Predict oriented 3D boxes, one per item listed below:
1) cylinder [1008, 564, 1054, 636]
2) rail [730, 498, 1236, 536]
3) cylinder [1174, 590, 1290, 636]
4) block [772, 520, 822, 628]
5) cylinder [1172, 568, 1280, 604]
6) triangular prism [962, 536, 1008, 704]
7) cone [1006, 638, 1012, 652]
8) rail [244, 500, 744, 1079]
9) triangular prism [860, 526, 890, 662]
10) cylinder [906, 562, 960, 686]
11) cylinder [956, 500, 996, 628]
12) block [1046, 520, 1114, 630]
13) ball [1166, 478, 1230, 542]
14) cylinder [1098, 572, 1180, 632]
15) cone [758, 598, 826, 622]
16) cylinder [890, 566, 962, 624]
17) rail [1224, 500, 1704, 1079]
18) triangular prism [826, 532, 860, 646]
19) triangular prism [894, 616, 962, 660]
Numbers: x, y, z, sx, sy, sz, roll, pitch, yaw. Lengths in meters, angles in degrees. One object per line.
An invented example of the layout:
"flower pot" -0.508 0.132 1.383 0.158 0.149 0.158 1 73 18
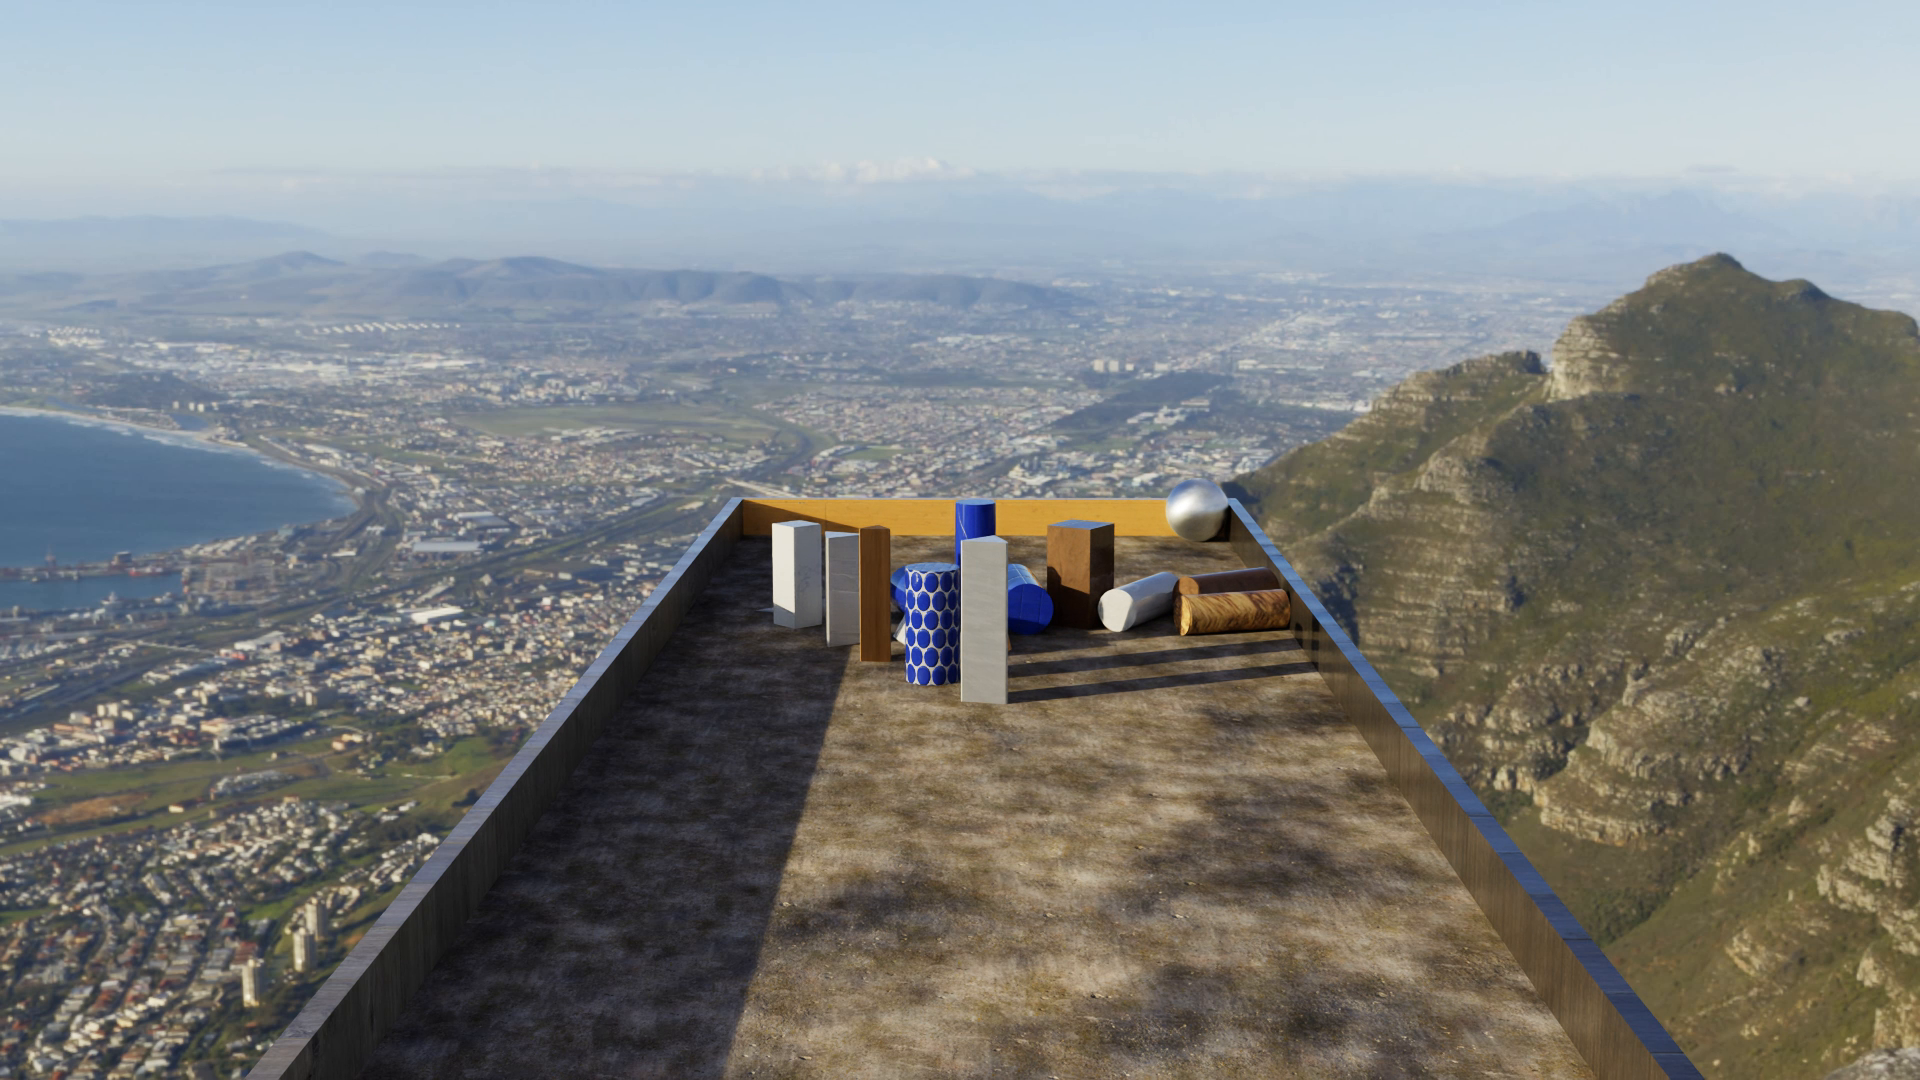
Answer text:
"cylinder" 0.199 0.193 7.256 0.168 0.168 0.388 -1 9 -5
"rail" 0.099 -0.098 9.147 2.100 0.150 0.050 0 9 1
"cylinder" 0.882 0.233 7.129 0.357 0.128 0.128 -3 9 -18
"block" -0.535 0.112 7.231 0.114 0.335 0.114 -8 12 -41
"cylinder" 0.889 0.185 7.340 0.335 0.158 0.158 -6 11 -33
"triangular prism" 0.082 0.221 6.162 0.132 0.455 0.114 2 9 15
"cone" 0.077 0.175 6.848 0.169 0.330 0.169 0 9 0
"rail" -1.004 0.839 3.234 0.050 0.150 12.000 0 9 1
"triangular prism" -0.253 0.162 6.688 0.093 0.407 0.080 1 9 6
"cylinder" -0.080 0.243 6.412 0.160 0.333 0.160 0 9 0
"cylinder" 0.051 0.078 7.208 0.133 0.409 0.133 0 9 0
"block" 0.397 0.112 7.246 0.162 0.331 0.162 6 11 33
"ball" 0.966 -0.123 8.957 0.259 0.259 0.259 0 9 0
"cylinder" 0.604 0.202 7.289 0.140 0.140 0.380 5 10 29
"cone" -0.518 0.234 7.358 0.456 0.109 0.109 -2 6 37
"cylinder" -0.112 0.195 7.248 0.167 0.167 0.390 -2 9 -15
"rail" 1.046 0.843 3.208 0.050 0.150 12.000 0 9 1
"triangular prism" -0.391 0.151 6.951 0.136 0.346 0.118 -6 11 -34
"triangular prism" -0.086 0.275 6.856 0.144 0.125 0.381 -3 10 -18
